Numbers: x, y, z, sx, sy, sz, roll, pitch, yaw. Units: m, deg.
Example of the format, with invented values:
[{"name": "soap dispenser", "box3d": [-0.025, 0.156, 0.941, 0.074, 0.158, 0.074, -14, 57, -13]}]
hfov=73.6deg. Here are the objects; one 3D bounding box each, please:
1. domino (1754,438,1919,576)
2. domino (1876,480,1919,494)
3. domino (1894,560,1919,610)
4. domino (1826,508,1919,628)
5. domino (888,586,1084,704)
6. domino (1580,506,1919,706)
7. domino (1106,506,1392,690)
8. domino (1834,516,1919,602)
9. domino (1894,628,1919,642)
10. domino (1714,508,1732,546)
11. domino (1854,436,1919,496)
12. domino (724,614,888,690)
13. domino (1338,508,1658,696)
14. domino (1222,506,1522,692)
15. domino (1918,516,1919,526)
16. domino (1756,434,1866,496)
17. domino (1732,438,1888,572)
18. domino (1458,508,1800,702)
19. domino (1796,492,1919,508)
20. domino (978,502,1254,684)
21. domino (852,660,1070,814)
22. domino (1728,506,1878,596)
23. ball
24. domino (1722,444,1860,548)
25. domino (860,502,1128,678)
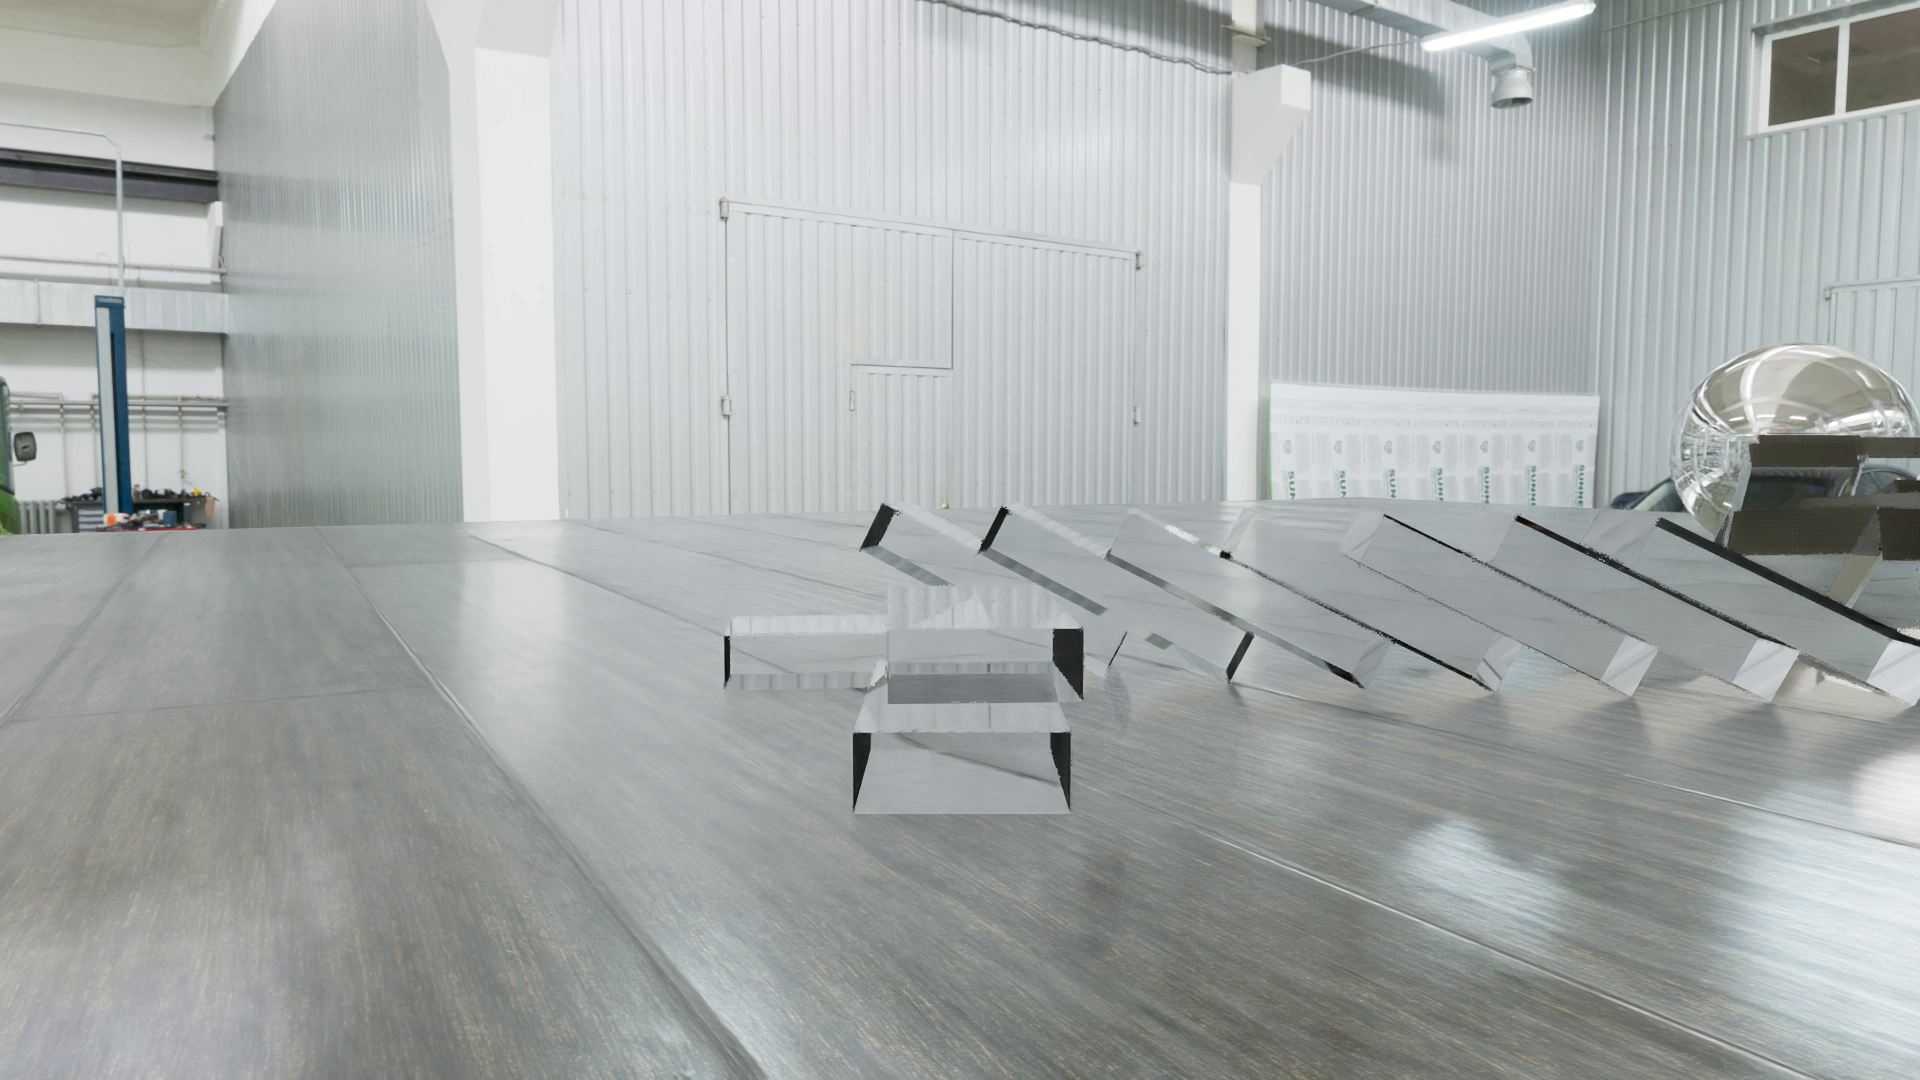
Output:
[{"name": "domino", "box3d": [0.272, -0.010, 0.400, 0.025, 0.050, 0.010, 0, 44, 5]}, {"name": "domino", "box3d": [0.248, 0.000, 0.346, 0.025, 0.010, 0.050, 0, -26, -3]}, {"name": "domino", "box3d": [0.254, 0.003, 0.307, 0.025, 0.010, 0.050, 1, -26, 0]}, {"name": "domino", "box3d": [0.174, 0.009, 0.230, 0.025, 0.010, 0.050, 2, -23, 24]}, {"name": "domino", "box3d": [0.002, 0.014, 0.188, 0.025, 0.010, 0.050, 0, 4, -3]}, {"name": "domino", "box3d": [0.136, 0.010, 0.222, 0.050, 0.010, 0.025, 27, 8, 3]}, {"name": "domino", "box3d": [0.052, 0.010, 0.236, 0.050, 0.010, 0.025, 27, 7, 5]}, {"name": "domino", "box3d": [0.253, 0.001, 0.327, 0.025, 0.009, 0.050, 0, -26, -4]}, {"name": "domino", "box3d": [0.174, 0.023, 0.204, 0.025, 0.010, 0.050, 1, 4, 7]}, {"name": "domino", "box3d": [0.272, -0.012, 0.425, 0.025, 0.050, 0.009, 0, 44, 5]}, {"name": "domino", "box3d": [0.269, -0.009, 0.388, 0.025, 0.050, 0.009, 1, 44, 4]}, {"name": "domino", "box3d": [-0.017, 0.020, 0.236, 0.050, 0.010, 0.025, 0, 4, -7]}, {"name": "domino", "box3d": [0.095, 0.010, 0.230, 0.050, 0.010, 0.025, 27, 8, 6]}, {"name": "domino", "box3d": [0.073, 0.010, 0.234, 0.050, 0.010, 0.025, 27, 7, 6]}, {"name": "domino", "box3d": [0.222, 0.005, 0.273, 0.025, 0.009, 0.050, 4, -26, 41]}, {"name": "domino", "box3d": [0.246, -0.009, 0.380, 0.025, 0.050, 0.010, 2, 44, 20]}, {"name": "domino", "box3d": [0.272, -0.011, 0.412, 0.025, 0.050, 0.009, 0, 44, 5]}, {"name": "domino", "box3d": [0.116, 0.010, 0.226, 0.050, 0.010, 0.025, 27, 8, 6]}, {"name": "domino", "box3d": [0.199, 0.006, 0.266, 0.050, 0.009, 0.025, 28, -16, -27]}, {"name": "domino", "box3d": [0.029, 0.009, 0.240, 0.050, 0.009, 0.025, 28, 7, 7]}, {"name": "domino", "box3d": [0.000, 0.025, 0.172, 0.025, 0.009, 0.050, 0, 4, 0]}, {"name": "domino", "box3d": [0.179, 0.008, 0.256, 0.050, 0.010, 0.025, 25, -15, -29]}, {"name": "ball", "box3d": [0.309, -0.033, 0.478, 0.080, 0.080, 0.080, 0, 4, 0]}, {"name": "domino", "box3d": [0.237, -0.006, 0.368, 0.025, 0.050, 0.010, 2, 48, 21]}, {"name": "domino", "box3d": [0.008, 0.008, 0.244, 0.050, 0.010, 0.025, 28, 7, 7]}]
